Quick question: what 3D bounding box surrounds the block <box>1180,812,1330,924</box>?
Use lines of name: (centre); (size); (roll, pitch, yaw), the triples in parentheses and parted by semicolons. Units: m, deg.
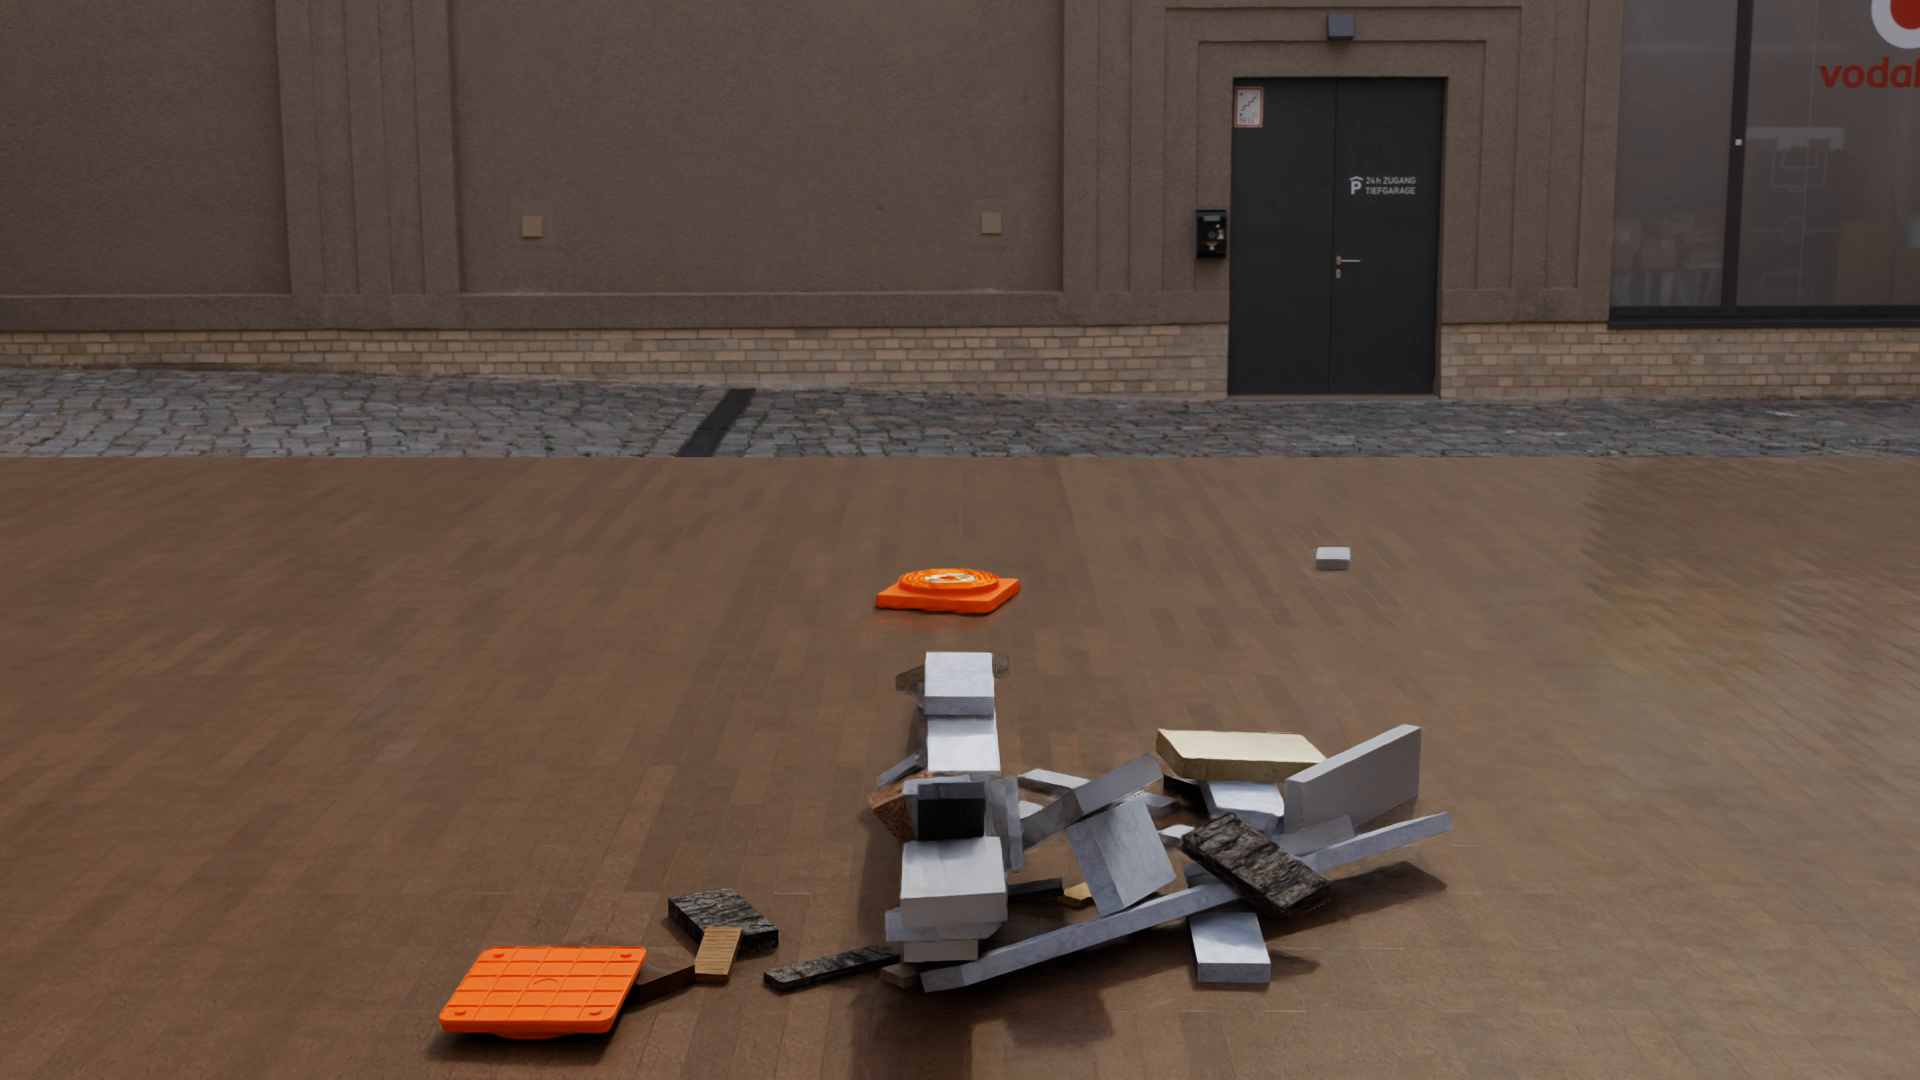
block: (0.466, 0.516, 3.476); (0.109, 0.031, 0.218); (-20, 39, -36)

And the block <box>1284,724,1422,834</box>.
block: (0.725, 0.454, 4.037); (0.038, 0.134, 0.458); (9, 14, 37)

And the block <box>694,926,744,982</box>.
block: (-0.368, 0.627, 3.332); (0.055, 0.016, 0.111); (1, 29, 7)

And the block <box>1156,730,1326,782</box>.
block: (0.537, 0.412, 4.178); (0.297, 0.042, 0.148); (4, 15, -15)

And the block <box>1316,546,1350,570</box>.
block: (1.101, 0.053, 6.488); (0.097, 0.027, 0.194); (2, 11, 10)

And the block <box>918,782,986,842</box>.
block: (-0.015, 0.452, 3.434); (0.103, 0.206, 0.029); (-1, 48, -2)

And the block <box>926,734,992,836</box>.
block: (0.000, 0.441, 3.842); (0.117, 0.235, 0.033); (0, 34, -2)

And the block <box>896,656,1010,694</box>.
block: (-0.017, 0.260, 4.217); (0.120, 0.034, 0.239); (7, -17, -27)

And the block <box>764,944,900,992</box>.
block: (-0.192, 0.646, 3.322); (0.206, 0.016, 0.055); (-7, 13, -33)

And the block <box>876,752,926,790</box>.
block: (-0.056, 0.452, 3.931); (0.090, 0.179, 0.025); (-34, 40, 21)

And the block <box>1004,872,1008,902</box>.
block: (-0.002, 0.552, 3.503); (0.149, 0.042, 0.298); (-2, -7, -1)

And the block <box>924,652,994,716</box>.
block: (-0.002, 0.253, 3.887); (0.120, 0.034, 0.239); (1, 15, -1)

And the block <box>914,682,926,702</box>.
block: (-0.020, 0.279, 4.060); (0.120, 0.034, 0.239); (0, -3, -4)

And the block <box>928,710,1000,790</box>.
block: (0.005, 0.352, 3.698); (0.117, 0.033, 0.235); (0, 21, -1)

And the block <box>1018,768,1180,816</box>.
block: (0.262, 0.482, 4.202); (0.330, 0.018, 0.065); (8, 13, 37)

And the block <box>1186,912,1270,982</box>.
block: (0.412, 0.626, 3.390); (0.109, 0.031, 0.218); (0, 11, 2)

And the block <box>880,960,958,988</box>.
block: (-0.059, 0.647, 3.307); (0.111, 0.016, 0.055); (-7, 11, -39)

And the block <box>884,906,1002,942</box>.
block: (-0.022, 0.574, 3.324); (0.149, 0.042, 0.298); (-3, -7, 4)

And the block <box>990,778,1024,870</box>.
block: (0.075, 0.457, 3.534); (0.021, 0.146, 0.073); (-1, -10, -19)

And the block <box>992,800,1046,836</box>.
block: (0.093, 0.511, 4.038); (0.146, 0.021, 0.073); (-10, 14, -43)

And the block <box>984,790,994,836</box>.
block: (-0.006, 0.486, 3.689); (0.117, 0.033, 0.235); (-8, -32, -17)

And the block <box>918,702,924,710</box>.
block: (-0.024, 0.329, 4.438); (0.097, 0.027, 0.879); (0, -3, -3)

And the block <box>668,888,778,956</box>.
block: (-0.378, 0.607, 3.493); (0.107, 0.030, 0.214); (-5, 12, -26)

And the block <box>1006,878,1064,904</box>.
block: (0.122, 0.580, 3.641); (0.098, 0.014, 0.049); (-9, 10, 2)

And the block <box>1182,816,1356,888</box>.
block: (0.514, 0.519, 3.658); (0.267, 0.038, 0.134); (-10, -12, -35)

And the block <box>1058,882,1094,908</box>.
block: (0.211, 0.586, 3.651); (0.049, 0.014, 0.098); (9, 14, 40)

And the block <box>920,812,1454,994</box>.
block: (0.394, 0.568, 3.512); (1.054, 0.031, 0.109); (-10, -9, -36)

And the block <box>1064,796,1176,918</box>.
block: (0.261, 0.506, 3.539); (0.042, 0.148, 0.297); (-26, -9, 20)

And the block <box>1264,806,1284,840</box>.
block: (0.591, 0.505, 3.942); (0.018, 0.065, 0.130); (31, 27, 35)

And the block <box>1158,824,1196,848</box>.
block: (0.422, 0.535, 3.916); (0.130, 0.018, 0.065); (9, 14, 40)

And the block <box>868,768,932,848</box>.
block: (-0.057, 0.455, 3.552); (0.103, 0.206, 0.029); (-26, 46, 8)

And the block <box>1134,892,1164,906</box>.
block: (0.307, 0.591, 3.615); (0.098, 0.014, 0.049); (9, 8, 41)

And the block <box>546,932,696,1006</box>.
block: (-0.511, 0.642, 3.306); (0.214, 0.030, 0.107); (9, 14, 40)

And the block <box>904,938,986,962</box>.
block: (-0.022, 0.606, 3.283); (0.107, 0.030, 0.214); (-3, -7, 3)

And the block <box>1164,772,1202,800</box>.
block: (0.500, 0.464, 4.274); (0.193, 0.027, 0.097); (-8, 13, -37)

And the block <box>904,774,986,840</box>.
block: (-0.019, 0.452, 3.490); (0.103, 0.206, 0.029); (-6, 45, 8)

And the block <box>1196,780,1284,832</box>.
block: (0.523, 0.472, 4.098); (0.134, 0.038, 0.267); (7, 15, -4)

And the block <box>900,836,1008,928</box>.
block: (-0.010, 0.503, 3.253); (0.149, 0.042, 0.298); (-4, 8, 0)

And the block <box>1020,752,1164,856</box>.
block: (0.171, 0.444, 3.552); (0.149, 0.042, 0.463); (-23, -10, -24)
